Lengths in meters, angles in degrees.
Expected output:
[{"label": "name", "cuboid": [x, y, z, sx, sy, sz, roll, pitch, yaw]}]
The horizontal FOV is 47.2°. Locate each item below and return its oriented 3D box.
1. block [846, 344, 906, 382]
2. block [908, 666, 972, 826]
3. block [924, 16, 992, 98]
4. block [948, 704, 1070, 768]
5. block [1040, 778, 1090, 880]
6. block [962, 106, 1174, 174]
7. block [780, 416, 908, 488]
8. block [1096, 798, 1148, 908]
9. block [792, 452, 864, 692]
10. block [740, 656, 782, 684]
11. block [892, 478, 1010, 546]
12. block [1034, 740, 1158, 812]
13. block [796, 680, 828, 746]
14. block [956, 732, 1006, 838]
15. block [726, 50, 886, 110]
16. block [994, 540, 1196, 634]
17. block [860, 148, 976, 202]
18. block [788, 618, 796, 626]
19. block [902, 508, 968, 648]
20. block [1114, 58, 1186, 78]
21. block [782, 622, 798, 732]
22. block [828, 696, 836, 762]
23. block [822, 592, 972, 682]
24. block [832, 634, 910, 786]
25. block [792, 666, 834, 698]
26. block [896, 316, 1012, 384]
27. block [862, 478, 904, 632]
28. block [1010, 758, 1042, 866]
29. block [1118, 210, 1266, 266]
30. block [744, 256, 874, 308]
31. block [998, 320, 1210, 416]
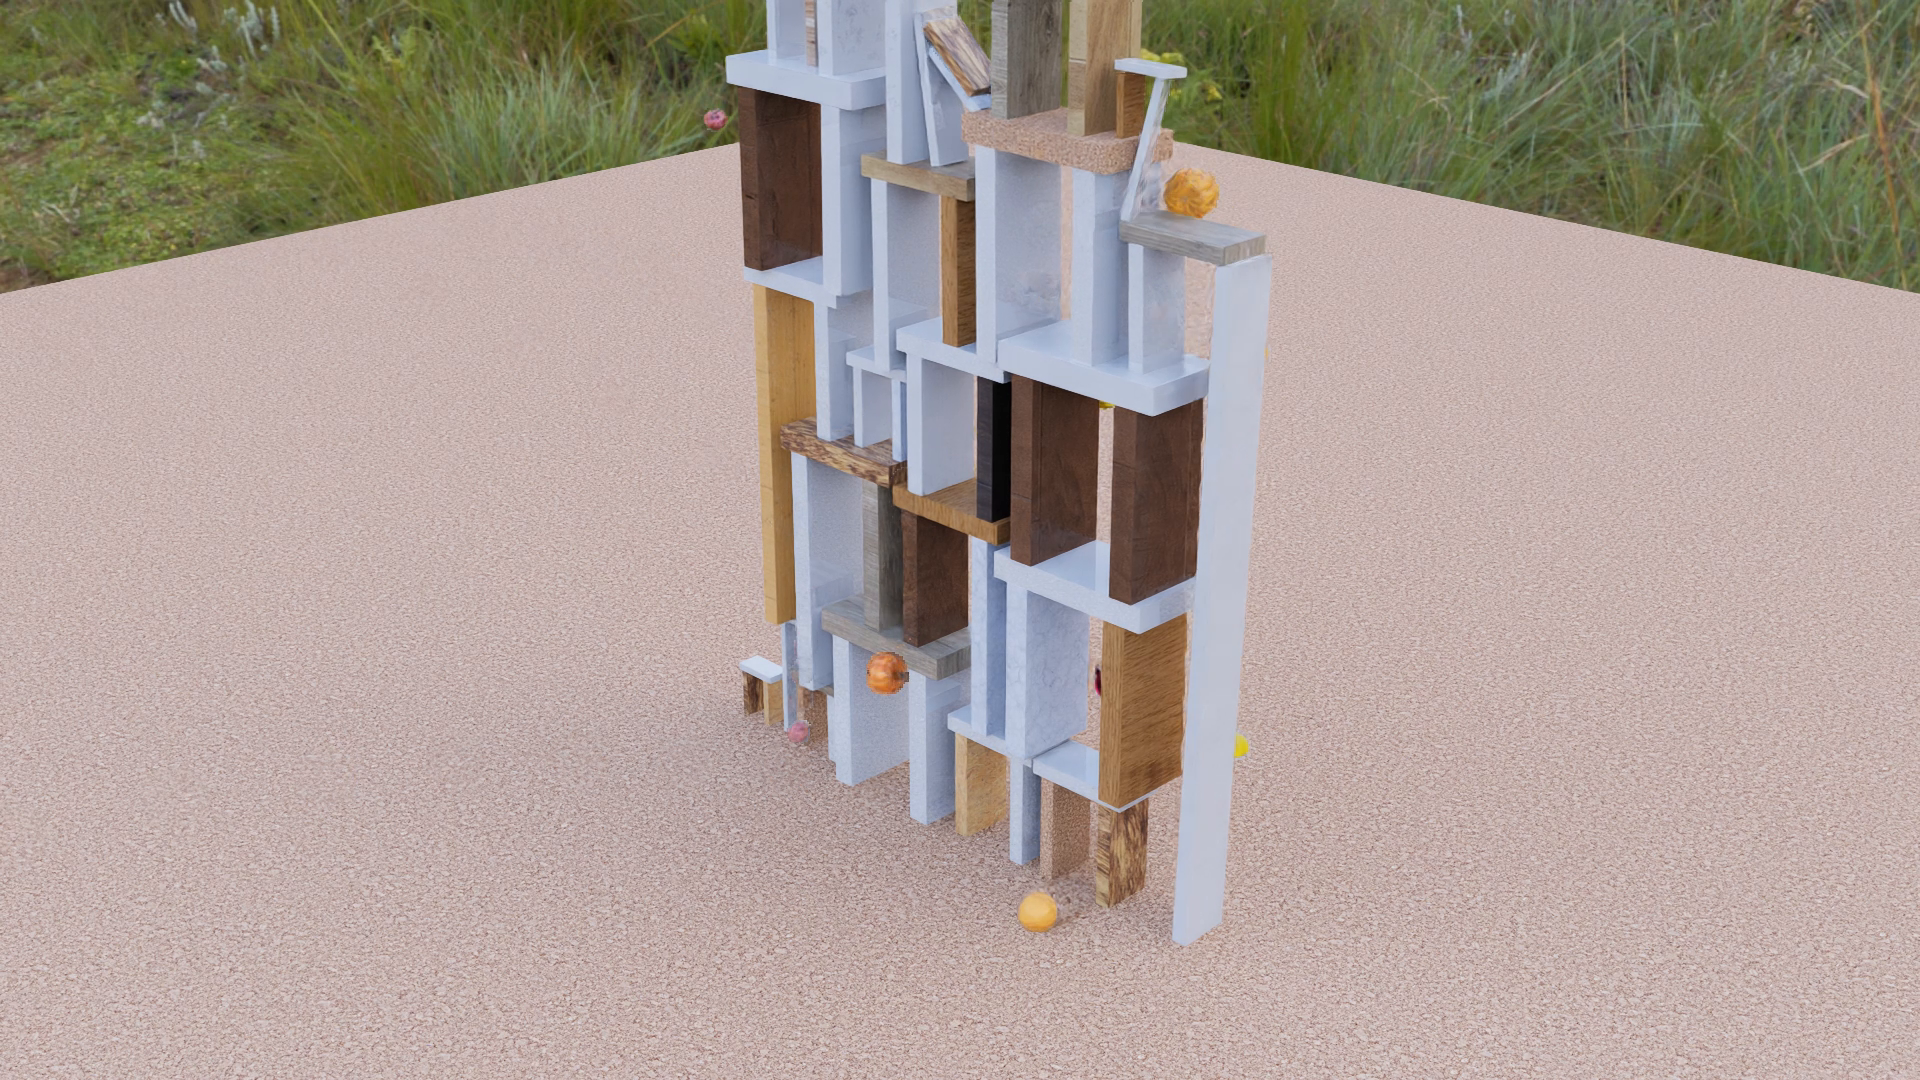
[{"label": "block", "cuboid": [-0.132, -0.339, 4.215, 0.163, 0.023, 0.081, 20, 30, 39]}, {"label": "block", "cuboid": [-0.025, 0.389, 4.416, 0.047, 0.334, 0.167, 21, 31, 41]}, {"label": "block", "cuboid": [0.007, -0.845, 3.846, 0.076, 0.022, 0.152, -22, 74, -41]}, {"label": "block", "cuboid": [0.095, 0.371, 4.273, 0.112, 0.032, 0.224, -21, 31, -41]}, {"label": "block", "cuboid": [0.203, 0.535, 4.224, 0.030, 0.215, 0.108, 21, 31, 41]}, {"label": "block", "cuboid": [0.180, -0.687, 3.734, 0.168, 0.048, 0.336, -21, 31, -40]}, {"label": "block", "cuboid": [-0.192, -0.185, 4.354, 0.158, 0.045, 0.316, -21, 31, -40]}, {"label": "block", "cuboid": [0.305, 0.574, 4.132, 0.108, 0.215, 0.030, -21, 31, -40]}, {"label": "block", "cuboid": [-0.266, 0.046, 4.536, 0.045, 0.522, 0.158, 21, 31, 40]}, {"label": "block", "cuboid": [-0.428, 0.283, 4.805, 0.105, 0.015, 0.053, 21, 31, 41]}, {"label": "block", "cuboid": [0.020, -0.066, 4.171, 0.140, 0.040, 0.281, -21, 31, -40]}, {"label": "block", "cuboid": [0.253, 0.442, 4.129, 0.215, 0.030, 0.108, 21, 31, 40]}, {"label": "block", "cuboid": [-0.314, 0.359, 4.719, 0.076, 0.153, 0.022, -21, 31, -40]}, {"label": "block", "cuboid": [0.042, 0.468, 4.371, 0.112, 0.224, 0.032, -21, 31, -41]}, {"label": "block", "cuboid": [-0.258, -0.873, 4.135, 0.178, 0.050, 0.355, -21, 31, -40]}, {"label": "block", "cuboid": [0.249, 0.068, 3.982, 0.351, 0.050, 0.175, 21, 31, 41]}, {"label": "block", "cuboid": [-0.036, -0.667, 3.979, 0.137, 0.039, 0.274, -21, 31, -40]}, {"label": "block", "cuboid": [-0.338, 0.166, 4.666, 0.047, 0.013, 0.094, -21, 31, -40]}, {"label": "block", "cuboid": [-0.047, 0.056, 4.293, 0.140, 0.281, 0.040, -21, 31, -41]}, {"label": "block", "cuboid": [0.309, -0.763, 3.561, 0.105, 0.015, 0.053, 20, 24, 36]}, {"label": "block", "cuboid": [-0.360, 0.287, 4.742, 0.047, 0.268, 0.013, -21, 31, -41]}, {"label": "block", "cuboid": [-0.243, 0.387, 4.654, 0.076, 0.153, 0.022, -21, 30, -40]}, {"label": "block", "cuboid": [-0.104, 0.183, 4.414, 0.334, 0.047, 0.167, 21, 31, 41]}, {"label": "block", "cuboid": [-0.182, 0.328, 4.560, 0.047, 0.334, 0.167, 21, 31, 41]}, {"label": "block", "cuboid": [-0.277, 0.293, 4.651, 0.076, 0.022, 0.153, -21, 31, -40]}, {"label": "block", "cuboid": [0.028, -0.353, 4.039, 0.138, 0.039, 0.276, -21, 31, -41]}, {"label": "block", "cuboid": [-0.118, 0.010, 4.356, 0.158, 0.316, 0.045, -21, 31, -41]}, {"label": "block", "cuboid": [0.148, 0.509, 4.274, 0.112, 0.224, 0.032, -21, 31, -41]}, {"label": "block", "cuboid": [0.380, -0.496, 3.604, 0.220, 0.031, 0.110, 22, 31, 40]}, {"label": "block", "cuboid": [-0.284, -0.516, 4.320, 0.138, 0.039, 0.276, -21, 31, -40]}, {"label": "block", "cuboid": [0.256, -0.302, 3.814, 0.356, 0.050, 0.178, 21, 31, 40]}]
